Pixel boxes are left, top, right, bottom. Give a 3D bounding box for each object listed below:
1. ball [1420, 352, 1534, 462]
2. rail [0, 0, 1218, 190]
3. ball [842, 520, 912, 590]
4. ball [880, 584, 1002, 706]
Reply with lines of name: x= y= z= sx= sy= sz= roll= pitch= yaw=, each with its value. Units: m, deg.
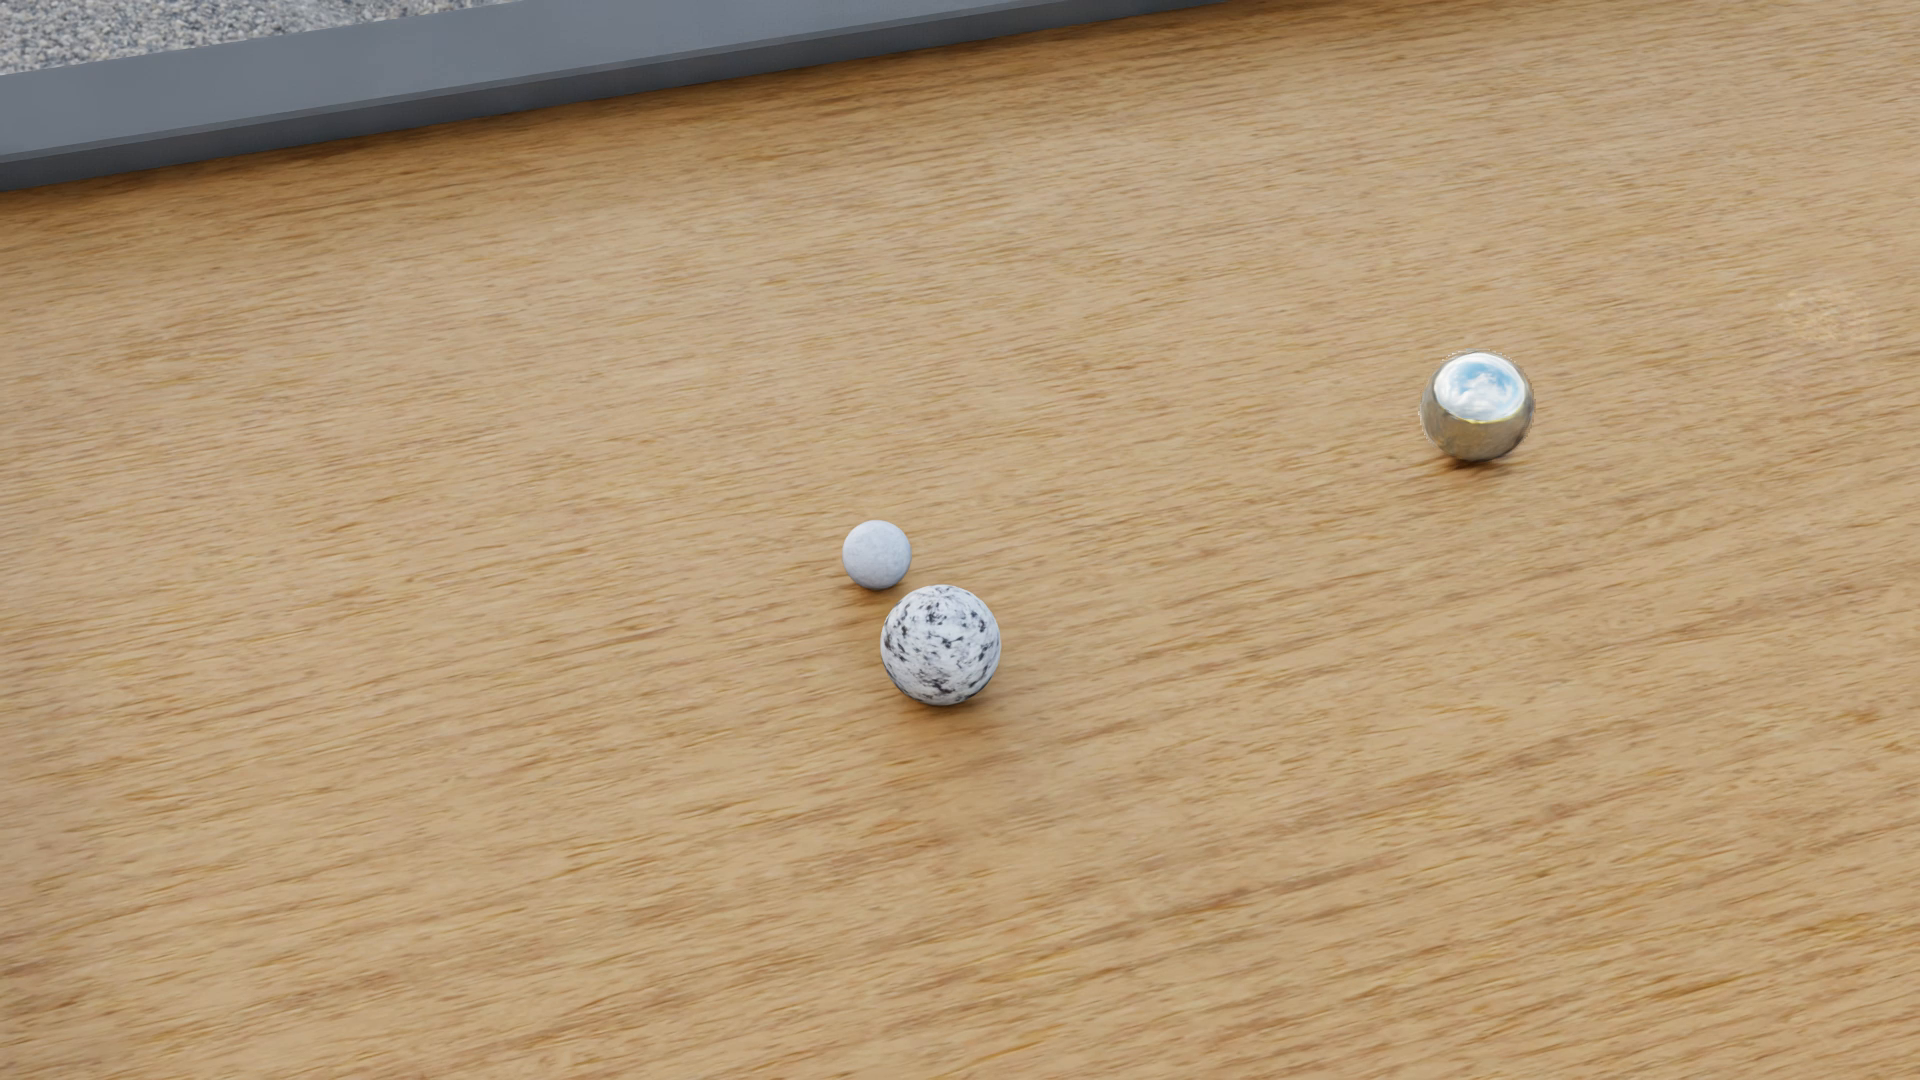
ball: x=0.337 y=-0.087 z=1.672 sx=0.072 sy=0.072 sz=0.072 roll=0 pitch=35 yaw=0
rail: x=0.368 y=-0.534 z=2.279 sx=2.613 sy=0.094 sz=0.045 roll=-12 pitch=37 yaw=-16
ball: x=-0.051 y=0.009 z=1.563 sx=0.043 sy=0.043 sz=0.043 roll=0 pitch=35 yaw=0
ball: x=-0.011 y=0.060 z=1.468 sx=0.069 sy=0.069 sz=0.069 roll=0 pitch=35 yaw=0
